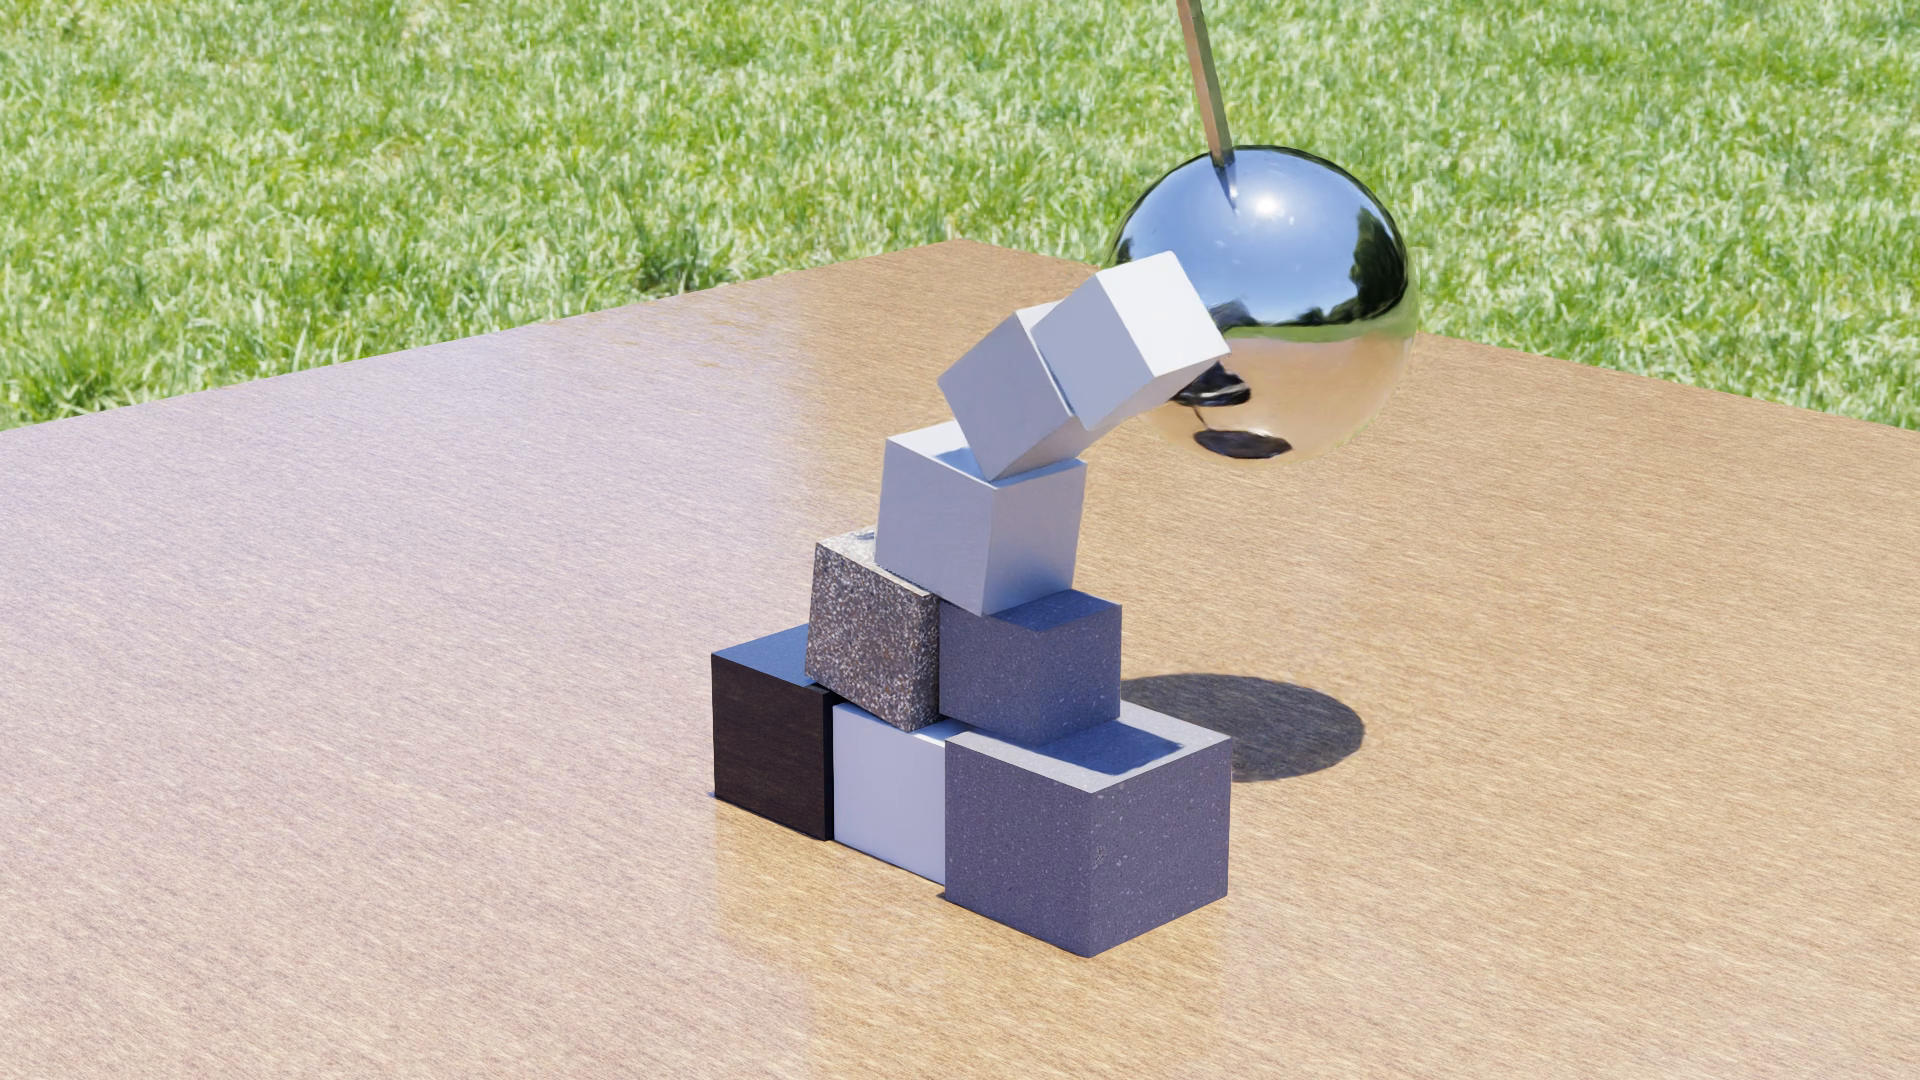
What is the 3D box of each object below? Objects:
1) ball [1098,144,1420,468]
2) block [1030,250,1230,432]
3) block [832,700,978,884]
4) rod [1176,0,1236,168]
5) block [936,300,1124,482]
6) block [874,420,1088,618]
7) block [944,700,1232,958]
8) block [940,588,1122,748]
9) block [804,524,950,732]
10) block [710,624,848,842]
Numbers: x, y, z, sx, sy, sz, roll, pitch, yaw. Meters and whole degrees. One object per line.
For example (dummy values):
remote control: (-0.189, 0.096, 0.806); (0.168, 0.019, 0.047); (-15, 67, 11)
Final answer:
ball: (1.467, -1.155, 14.516); (1.600, 1.600, 1.600); (0, 17, 0)
block: (0.712, -0.840, 12.337); (0.495, 0.501, 0.480); (-21, -12, -43)
block: (-0.025, 1.100, 13.723); (0.773, 0.672, 0.832); (-17, 24, -42)
rod: (0.636, -3.949, 12.767); (0.080, 5.200, 0.080); (17, 44, 42)
block: (0.373, -0.668, 12.742); (0.555, 0.517, 0.613); (-17, -15, -43)
block: (0.090, -0.119, 13.192); (0.592, 0.612, 0.688); (-17, 32, -43)
block: (0.570, 1.244, 13.107); (0.923, 0.767, 0.881); (-17, 24, -42)
block: (0.315, 0.535, 13.184); (0.615, 0.540, 0.539); (17, 24, 42)
block: (-0.188, 0.364, 13.650); (0.737, 0.684, 0.709); (-17, 32, -42)
block: (-0.619, 0.894, 14.259); (0.850, 0.743, 0.799); (-17, 24, -42)
